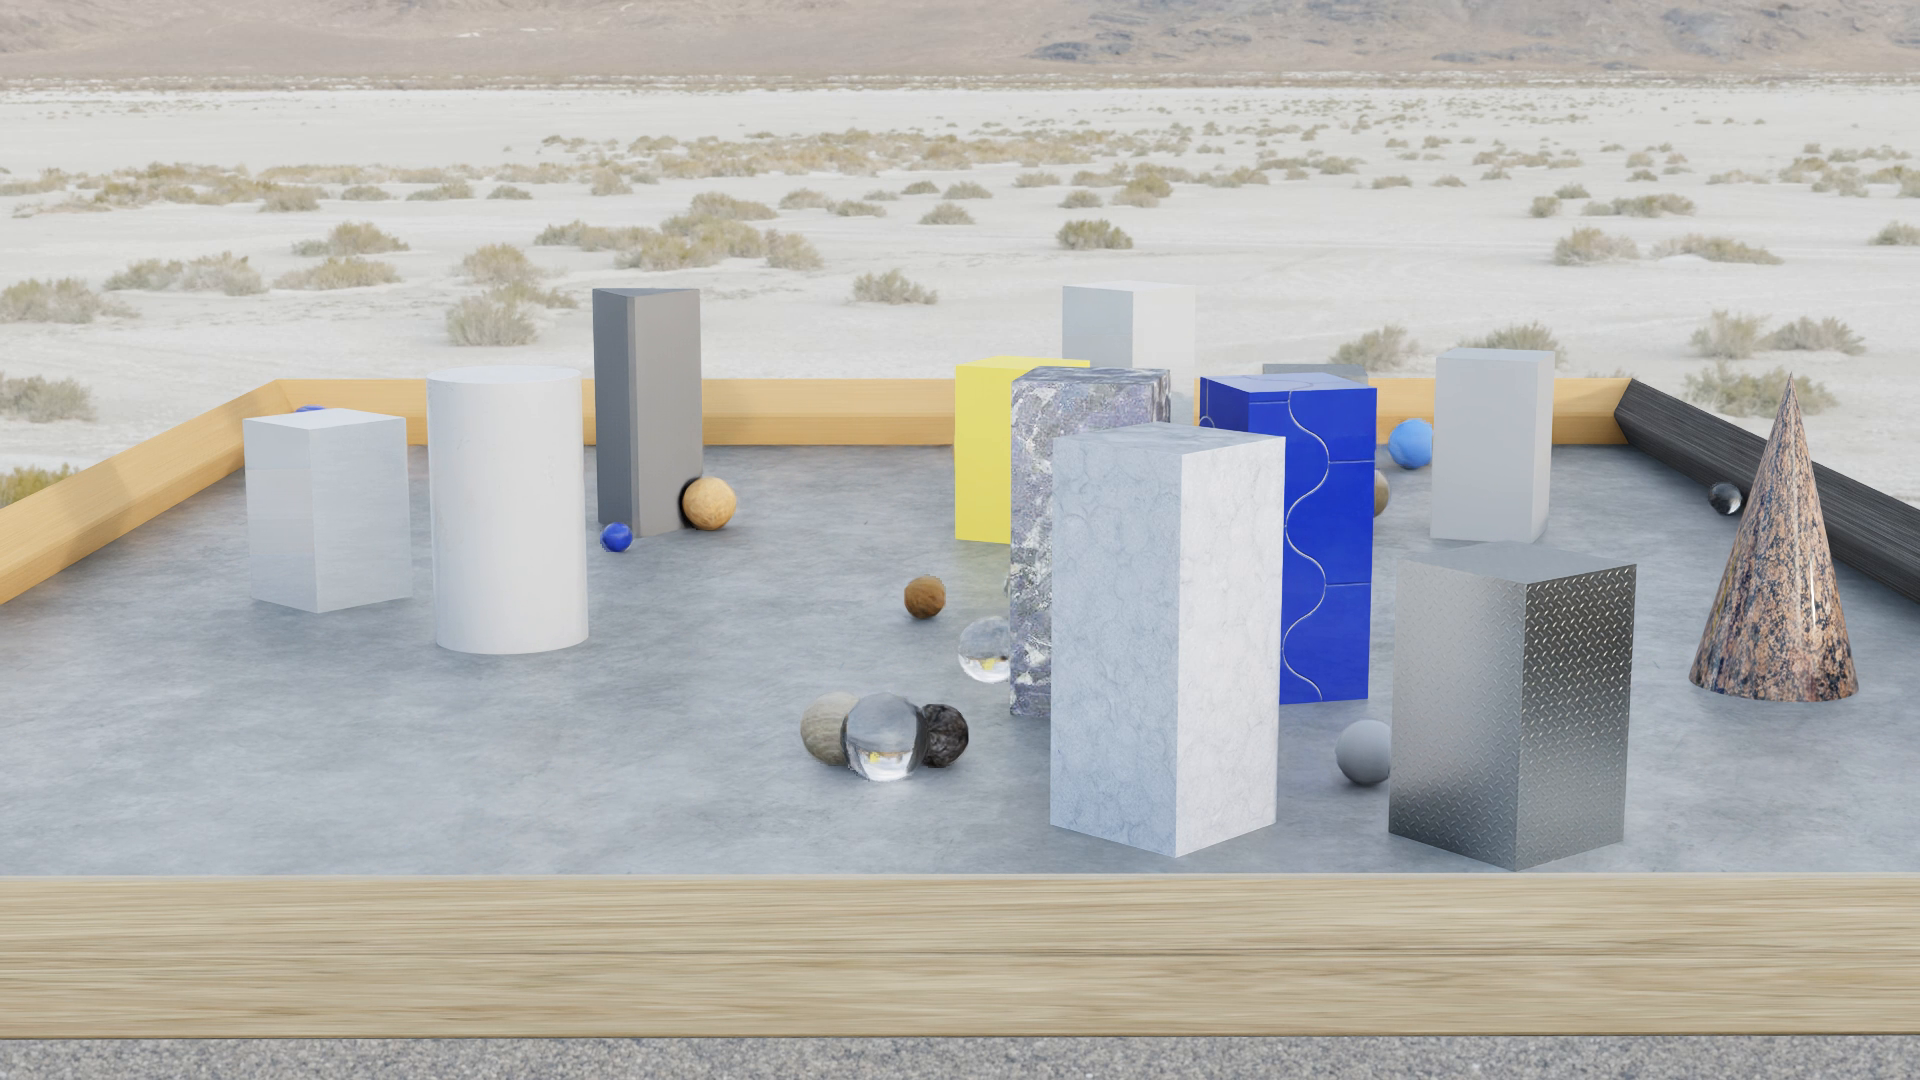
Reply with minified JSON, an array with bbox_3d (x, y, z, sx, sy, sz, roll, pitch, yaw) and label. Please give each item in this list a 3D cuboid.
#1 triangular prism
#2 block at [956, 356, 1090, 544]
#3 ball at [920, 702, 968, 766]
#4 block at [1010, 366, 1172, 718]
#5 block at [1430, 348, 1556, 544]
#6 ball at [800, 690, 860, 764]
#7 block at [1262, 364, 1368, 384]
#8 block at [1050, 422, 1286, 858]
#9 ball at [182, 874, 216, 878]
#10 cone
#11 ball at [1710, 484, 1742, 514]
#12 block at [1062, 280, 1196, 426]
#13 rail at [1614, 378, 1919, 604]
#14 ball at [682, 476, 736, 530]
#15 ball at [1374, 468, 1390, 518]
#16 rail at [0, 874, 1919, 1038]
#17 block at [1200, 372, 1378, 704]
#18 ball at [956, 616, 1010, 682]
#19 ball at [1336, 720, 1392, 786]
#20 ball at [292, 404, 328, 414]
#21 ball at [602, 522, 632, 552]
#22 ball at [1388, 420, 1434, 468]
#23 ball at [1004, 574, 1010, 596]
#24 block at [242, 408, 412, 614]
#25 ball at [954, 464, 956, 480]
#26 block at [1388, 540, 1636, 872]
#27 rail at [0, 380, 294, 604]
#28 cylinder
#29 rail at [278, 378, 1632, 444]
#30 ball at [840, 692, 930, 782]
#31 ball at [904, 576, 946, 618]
[{"bbox_3d":[-0.519,-0.207,4.062,0.146,0.376,0.169,7,12,32],"label":"triangular prism"},{"bbox_3d":[0.098,-0.141,3.995,0.156,0.271,0.156,5,12,27],"label":"block"},{"bbox_3d":[-0.024,0.204,2.694,0.066,0.066,0.066,0,11,0],"label":"ball"},{"bbox_3d":[0.150,0.001,2.931,0.156,0.380,0.156,2,11,13],"label":"block"},{"bbox_3d":[0.834,-0.150,4.014,0.156,0.282,0.156,4,11,22],"label":"block"},{"bbox_3d":[-0.130,0.197,2.702,0.077,0.077,0.077,0,11,0],"label":"ball"},{"bbox_3d":[0.552,-0.138,4.015,0.156,0.258,0.156,1,11,5],"label":"block"},{"bbox_3d":[0.198,0.089,2.459,0.156,0.379,0.156,10,14,43],"label":"block"},{"bbox_3d":[-0.602,0.313,2.023,0.097,0.097,0.097,0,11,0],"label":"ball"},{"bbox_3d":[0.970,-0.014,3.028,0.195,0.374,0.195,0,11,0],"label":"cone"},{"bbox_3d":[1.254,-0.068,4.203,0.051,0.051,0.051,0,11,0],"label":"ball"},{"bbox_3d":[0.280,-0.243,4.286,0.156,0.364,0.156,-10,15,-44],"label":"block"},{"bbox_3d":[1.287,0.031,3.456,0.045,0.127,3.085,0,11,0],"label":"rail"},{"bbox_3d":[-0.396,-0.059,4.060,0.085,0.085,0.085,0,11,0],"label":"ball"},{"bbox_3d":[0.651,-0.075,4.143,0.087,0.087,0.087,0,11,0],"label":"ball"},{"bbox_3d":[0.009,0.310,1.956,2.621,0.127,0.045,0,11,0],"label":"rail"},{"bbox_3d":[0.379,-0.004,3.003,0.156,0.363,0.156,-3,11,-15],"label":"block"},{"bbox_3d":[0.036,0.130,3.057,0.080,0.080,0.080,0,11,0],"label":"ball"},{"bbox_3d":[0.417,0.217,2.624,0.067,0.067,0.067,0,11,0],"label":"ball"},{"bbox_3d":[-1.227,-0.212,4.864,0.092,0.092,0.092,0,11,0],"label":"ball"},{"bbox_3d":[-0.518,-0.004,3.877,0.045,0.045,0.045,0,11,0],"label":"ball"},{"bbox_3d":[0.825,-0.175,4.674,0.089,0.089,0.089,0,11,0],"label":"ball"},{"bbox_3d":[0.083,0.062,3.523,0.044,0.044,0.044,0,11,0],"label":"ball"},{"bbox_3d":[-0.869,-0.044,3.531,0.156,0.249,0.156,9,14,41],"label":"block"},{"bbox_3d":[0.017,-0.119,4.459,0.058,0.058,0.058,0,11,0],"label":"ball"},{"bbox_3d":[0.521,0.151,2.426,0.156,0.268,0.156,-8,13,-37],"label":"block"},{"bbox_3d":[-1.287,0.034,3.442,0.045,0.127,3.085,0,11,0],"label":"rail"},{"bbox_3d":[-0.576,-0.042,3.270,0.195,0.341,0.195,0,11,0],"label":"cylinder"},{"bbox_3d":[-0.009,-0.245,4.942,2.621,0.127,0.045,0,11,0],"label":"rail"},{"bbox_3d":[-0.078,0.202,2.635,0.092,0.092,0.092,0,11,0],"label":"ball"},{"bbox_3d":[-0.047,0.076,3.413,0.056,0.056,0.056,0,11,0],"label":"ball"}]
